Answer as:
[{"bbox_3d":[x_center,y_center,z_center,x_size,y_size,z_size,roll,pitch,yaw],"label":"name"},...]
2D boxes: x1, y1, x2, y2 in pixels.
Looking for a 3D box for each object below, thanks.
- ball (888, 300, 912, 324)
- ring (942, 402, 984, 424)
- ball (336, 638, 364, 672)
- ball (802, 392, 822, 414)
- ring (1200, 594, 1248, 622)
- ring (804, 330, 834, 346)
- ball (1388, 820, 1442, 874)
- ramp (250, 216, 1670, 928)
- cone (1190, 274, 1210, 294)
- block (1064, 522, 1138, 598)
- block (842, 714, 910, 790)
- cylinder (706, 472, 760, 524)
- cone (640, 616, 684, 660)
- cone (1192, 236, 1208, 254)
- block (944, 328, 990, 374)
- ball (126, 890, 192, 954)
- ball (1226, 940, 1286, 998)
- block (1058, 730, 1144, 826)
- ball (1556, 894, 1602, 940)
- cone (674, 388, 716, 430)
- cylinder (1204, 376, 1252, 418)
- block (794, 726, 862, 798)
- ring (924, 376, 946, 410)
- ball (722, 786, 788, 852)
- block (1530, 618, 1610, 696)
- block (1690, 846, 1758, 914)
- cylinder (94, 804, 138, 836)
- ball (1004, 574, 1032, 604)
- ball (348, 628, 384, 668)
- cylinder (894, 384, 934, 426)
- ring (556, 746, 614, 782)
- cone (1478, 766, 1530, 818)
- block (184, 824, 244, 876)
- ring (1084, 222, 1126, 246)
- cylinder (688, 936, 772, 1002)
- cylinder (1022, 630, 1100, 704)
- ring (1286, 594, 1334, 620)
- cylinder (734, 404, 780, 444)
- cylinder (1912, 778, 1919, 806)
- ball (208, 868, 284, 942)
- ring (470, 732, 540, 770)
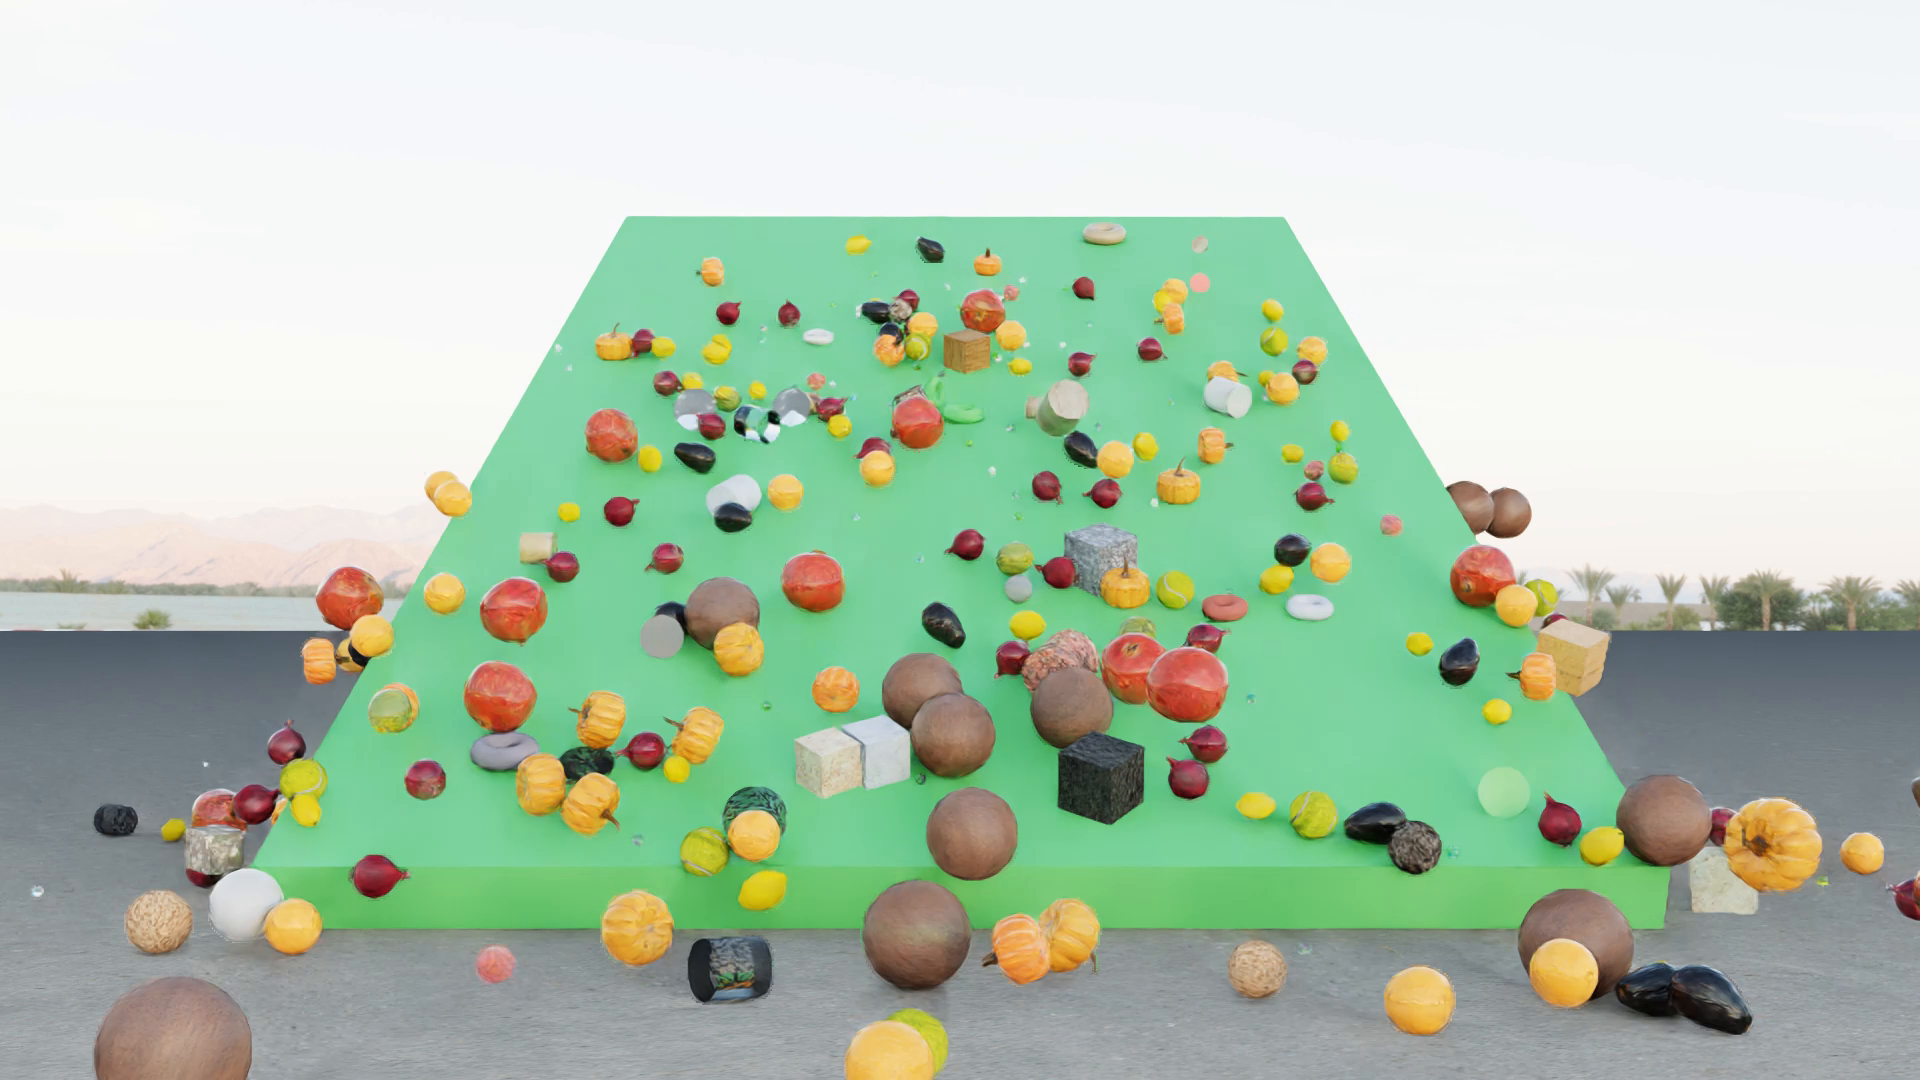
[{"bbox_3d":[-0.150,-0.571,5.709,0.061,0.061,0.061,0,-2,0],"label":"ball"},{"bbox_3d":[0.008,-0.283,5.090,0.094,0.031,0.094,0,20,0],"label":"ring"},{"bbox_3d":[-1.369,0.260,5.168,0.081,0.081,0.081,0,-2,0],"label":"ball"},{"bbox_3d":[-0.334,-0.306,5.120,0.051,0.051,0.051,0,-2,0],"label":"ball"},{"bbox_3d":[0.469,0.120,4.056,0.083,0.028,0.083,-1,22,0],"label":"ring"},{"bbox_3d":[-0.351,-0.503,5.665,0.077,0.026,0.077,1,21,0],"label":"ring"},{"bbox_3d":[0.635,0.429,3.191,0.075,0.075,0.075,0,-2,0],"label":"ball"},{"bbox_3d":[-0.006,-0.216,5.097,2.000,0.100,4.000,0,21,0],"label":"ramp"},{"bbox_3d":[0.644,-0.685,6.141,0.054,0.054,0.054,0,-6,5],"label":"cone"},{"bbox_3d":[0.257,0.035,4.179,0.096,0.096,0.096,-17,27,-37],"label":"block"},{"bbox_3d":[-0.127,0.322,3.464,0.076,0.076,0.076,-13,24,-29],"label":"block"},{"bbox_3d":[-0.446,-0.082,4.502,0.078,0.078,0.078,-1,22,27],"label":"cylinder"},{"bbox_3d":[-0.510,0.169,3.917,0.075,0.075,0.075,0,-6,-5],"label":"cone"},{"bbox_3d":[0.698,-0.839,6.539,0.053,0.053,0.053,-1,-10,33],"label":"cone"},{"bbox_3d":[0.016,-0.451,5.457,0.080,0.080,0.080,-18,27,-38],"label":"block"},{"bbox_3d":[-1.053,0.502,3.005,0.083,0.083,0.083,0,-2,0],"label":"ball"},{"bbox_3d":[0.343,0.496,2.643,0.068,0.068,0.068,0,-2,0],"label":"ball"},{"bbox_3d":[0.208,0.351,3.370,0.092,0.092,0.092,15,26,33],"label":"block"},{"bbox_3d":[0.827,0.504,3.055,0.061,0.061,0.061,0,-2,0],"label":"ball"},{"bbox_3d":[-0.581,-0.283,5.072,0.095,0.095,0.095,0,-5,2],"label":"cone"},{"bbox_3d":[0.601,-0.320,5.126,0.077,0.077,0.077,2,16,-41],"label":"cylinder"},{"bbox_3d":[-0.199,0.335,3.436,0.071,0.071,0.071,-15,26,-34],"label":"block"},{"bbox_3d":[-0.057,-0.333,5.152,0.026,0.077,0.077,4,0,26],"label":"ring"},{"bbox_3d":[-0.291,0.396,3.248,0.093,0.093,0.093,0,-2,0],"label":"ball"},{"bbox_3d":[1.011,0.194,3.787,0.087,0.087,0.087,20,26,34],"label":"block"},{"bbox_3d":[1.161,0.515,3.466,0.091,0.091,0.091,-1,-2,23],"label":"block"},{"bbox_3d":[-1.731,0.574,4.684,0.060,0.060,0.060,-1,-2,31],"label":"cylinder"},{"bbox_3d":[0.105,0.088,4.103,0.051,0.051,0.051,0,-2,0],"label":"ball"},{"bbox_3d":[-1.227,0.224,4.742,0.082,0.082,0.082,0,-2,0],"label":"ball"},{"bbox_3d":[-0.100,-0.293,4.944,0.066,0.066,0.066,-25,8,4],"label":"cylinder"},{"bbox_3d":[-0.570,0.341,3.479,0.087,0.029,0.087,-1,20,0],"label":"ring"},{"bbox_3d":[0.797,0.374,3.390,0.077,0.077,0.077,0,-6,-3],"label":"cone"},{"bbox_3d":[-1.095,0.455,3.355,0.058,0.058,0.058,8,6,36],"label":"block"},{"bbox_3d":[0.420,-0.890,6.645,0.126,0.042,0.126,0,25,0],"label":"ring"},{"bbox_3d":[-0.264,0.491,2.618,0.071,0.071,0.071,3,-4,-36],"label":"cylinder"},{"bbox_3d":[0.166,0.207,3.735,0.095,0.095,0.095,-1,18,29],"label":"cylinder"},{"bbox_3d":[0.621,0.120,4.058,0.084,0.028,0.084,1,20,0],"label":"ring"},{"bbox_3d":[-0.440,-0.252,4.948,0.073,0.073,0.073,16,8,36],"label":"cylinder"},{"bbox_3d":[2.188,0.559,5.085,0.093,0.093,0.093,2,-26,-47],"label":"cylinder"},{"bbox_3d":[-0.946,0.484,3.029,0.096,0.096,0.096,0,-2,0],"label":"ball"},{"bbox_3d":[-0.699,0.324,3.509,0.106,0.035,0.106,0,16,0],"label":"ring"}]
